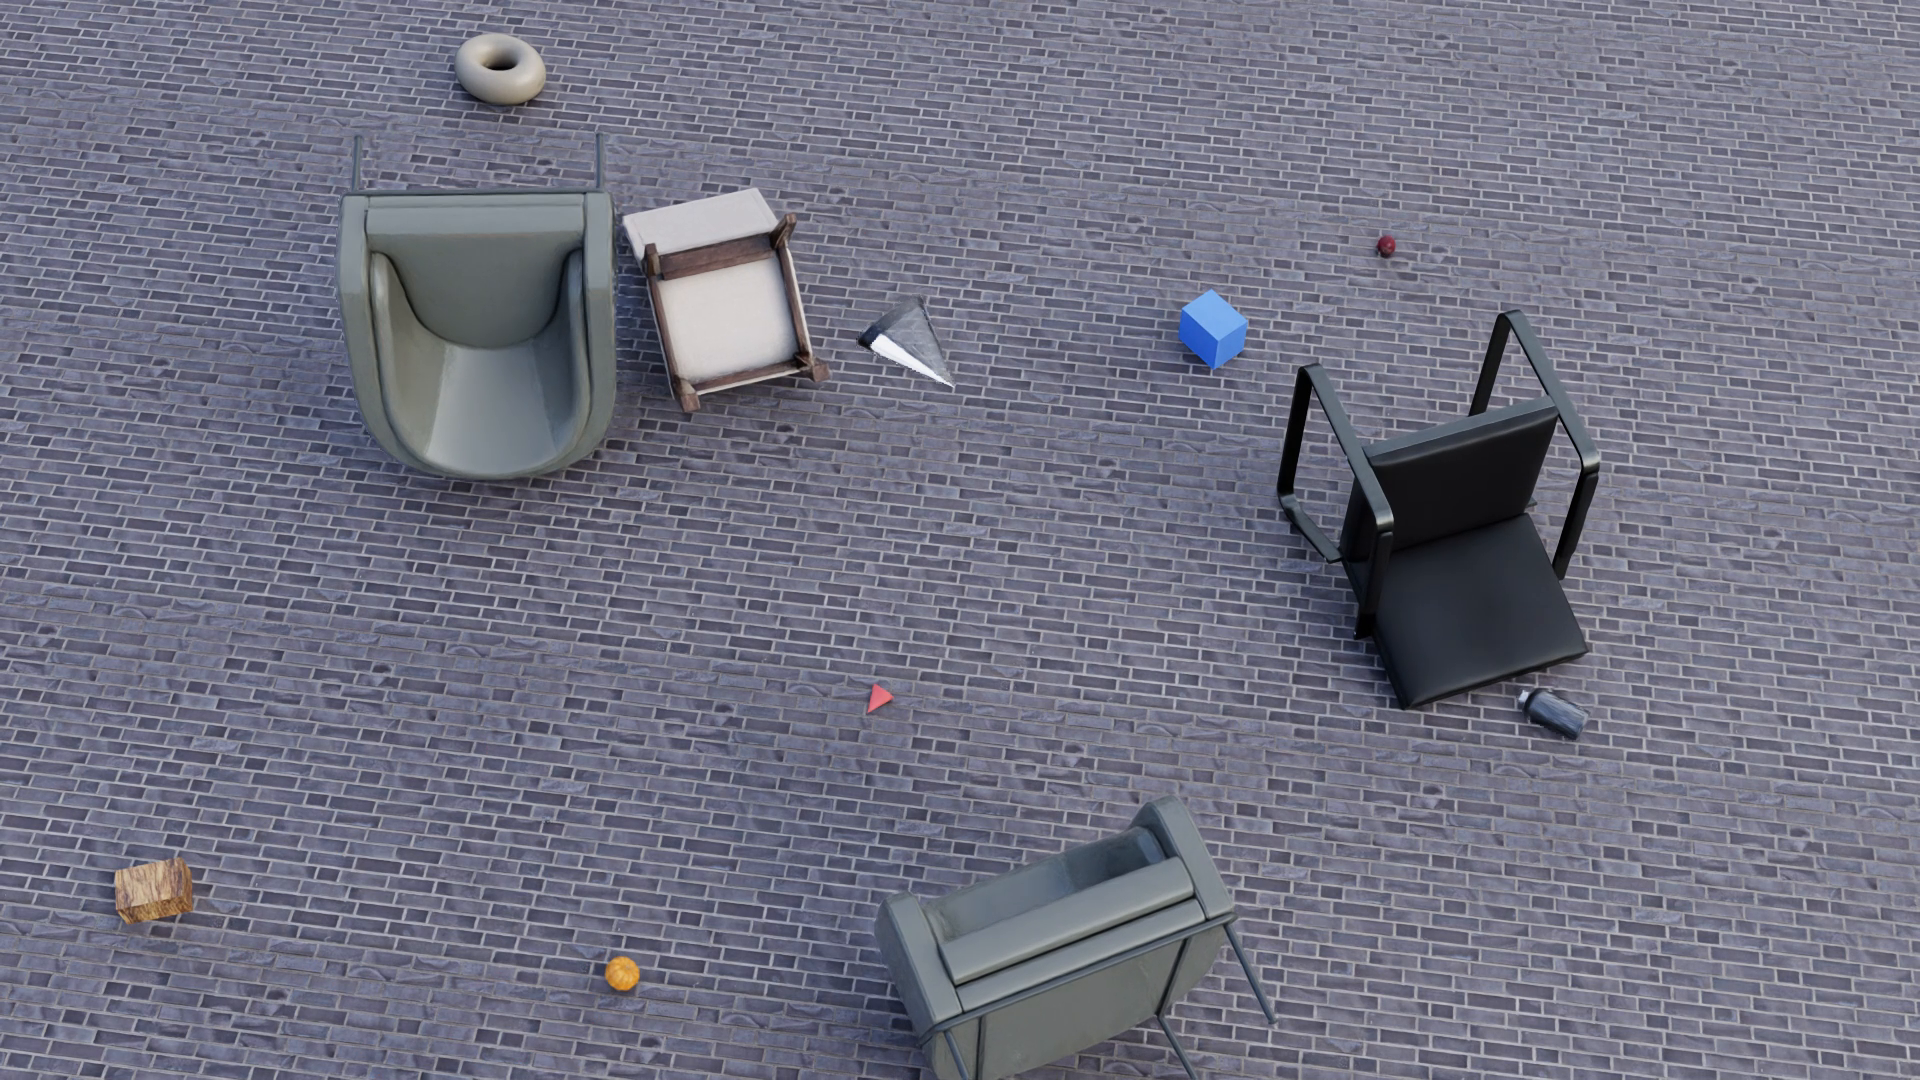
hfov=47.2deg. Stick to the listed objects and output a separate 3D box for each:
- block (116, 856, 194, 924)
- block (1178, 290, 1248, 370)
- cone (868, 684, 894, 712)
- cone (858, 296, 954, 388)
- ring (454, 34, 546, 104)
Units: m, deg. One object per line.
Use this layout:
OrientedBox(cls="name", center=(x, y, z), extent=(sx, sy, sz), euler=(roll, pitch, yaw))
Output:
OrientedBox(cls="block", center=(-2.156, 0.939, 5.886), extent=(0.173, 0.096, 0.116), euler=(-11, 57, -7))
OrientedBox(cls="block", center=(0.796, -0.663, 6.931), extent=(0.126, 0.146, 0.168), euler=(-34, 62, -21))
OrientedBox(cls="cone", center=(-0.240, 0.461, 6.251), extent=(0.075, 0.047, 0.081), euler=(31, 78, 25))
OrientedBox(cls="cone", center=(-0.118, -0.585, 6.927), extent=(0.274, 0.134, 0.308), euler=(-37, 76, -24))
OrientedBox(cls="ring", center=(-1.586, -1.624, 7.584), extent=(0.330, 0.133, 0.262), euler=(21, 57, 12))
